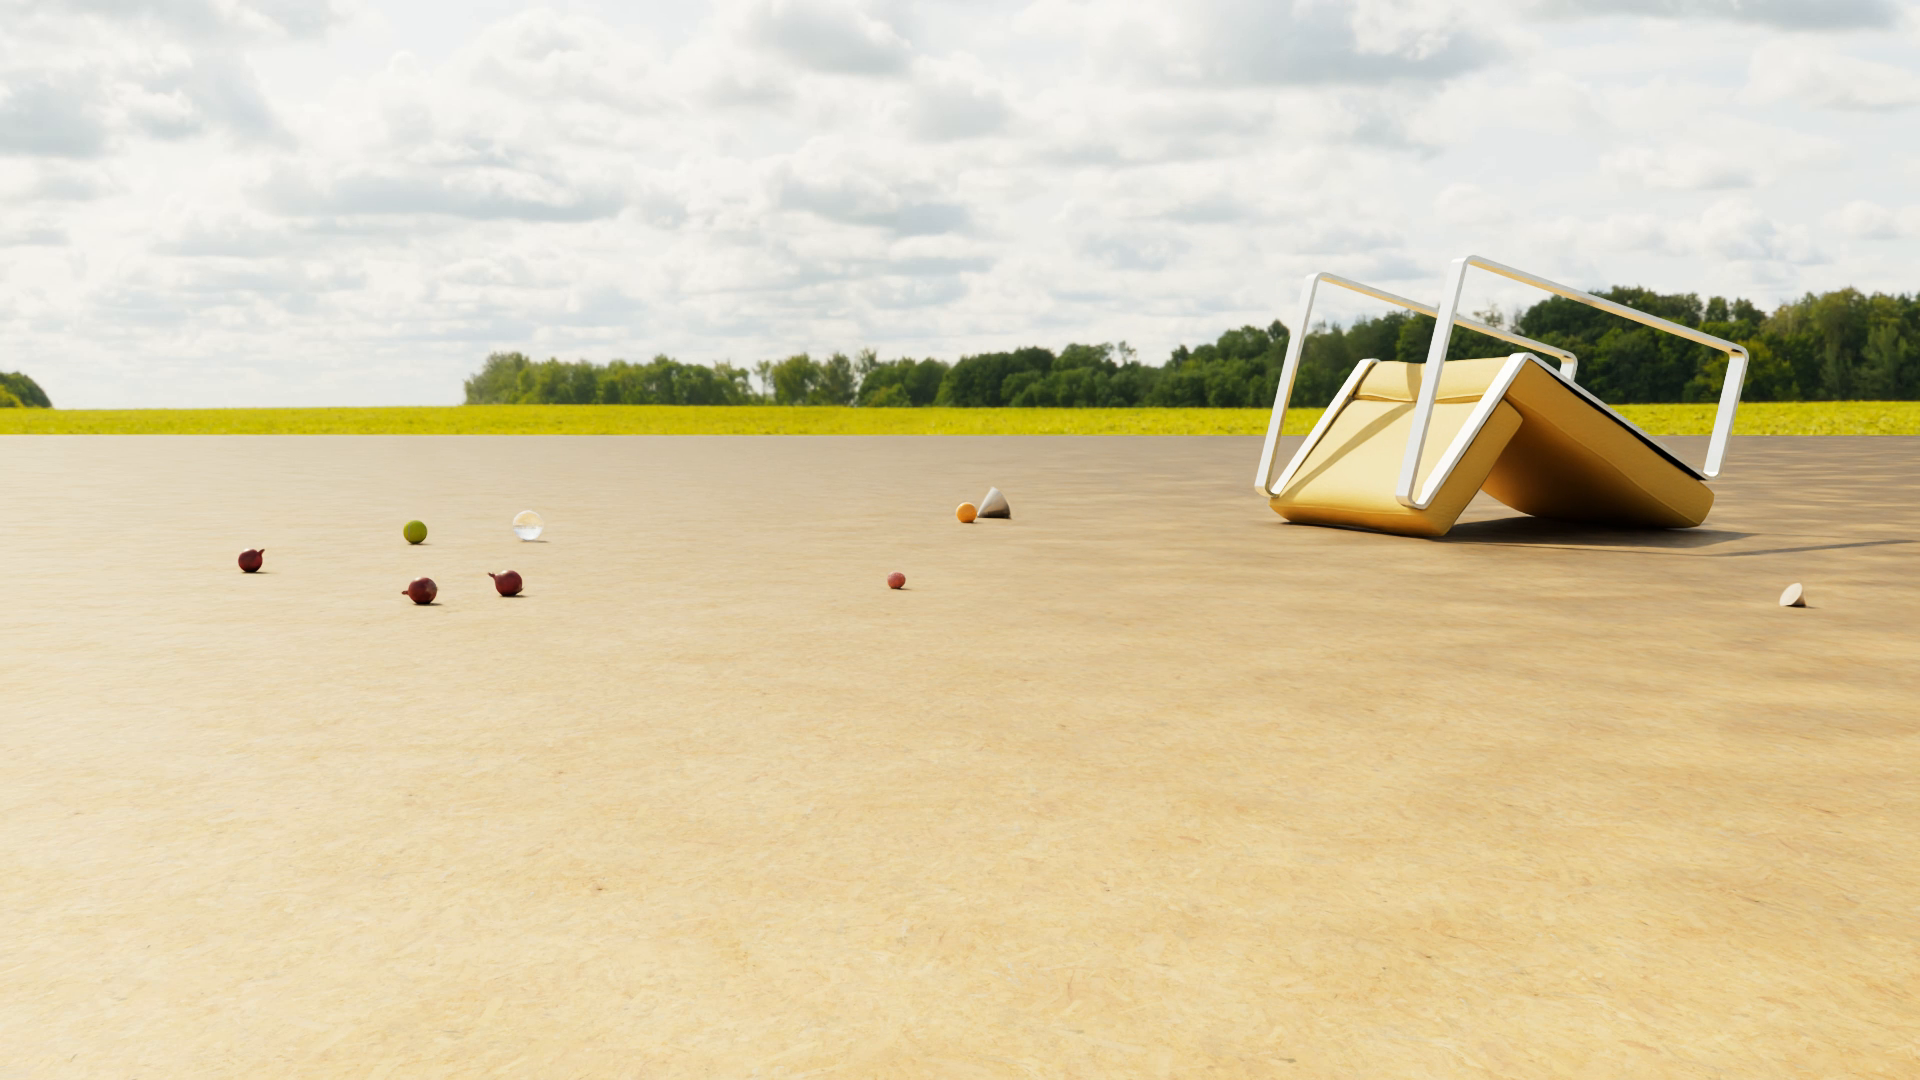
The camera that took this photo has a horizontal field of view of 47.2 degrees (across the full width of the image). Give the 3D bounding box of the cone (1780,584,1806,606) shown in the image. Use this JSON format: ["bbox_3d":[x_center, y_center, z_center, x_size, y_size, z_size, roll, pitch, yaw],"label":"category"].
[{"bbox_3d":[1.739,0.125,4.560,0.041,0.056,0.071,34,5,-8],"label":"cone"}]

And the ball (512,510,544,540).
[{"bbox_3d":[-1.280,-0.042,6.513,0.089,0.089,0.089,0,4,0],"label":"ball"}]

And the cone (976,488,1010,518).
[{"bbox_3d":[0.097,-0.105,7.694,0.107,0.116,0.176,-31,0,-13],"label":"cone"}]
